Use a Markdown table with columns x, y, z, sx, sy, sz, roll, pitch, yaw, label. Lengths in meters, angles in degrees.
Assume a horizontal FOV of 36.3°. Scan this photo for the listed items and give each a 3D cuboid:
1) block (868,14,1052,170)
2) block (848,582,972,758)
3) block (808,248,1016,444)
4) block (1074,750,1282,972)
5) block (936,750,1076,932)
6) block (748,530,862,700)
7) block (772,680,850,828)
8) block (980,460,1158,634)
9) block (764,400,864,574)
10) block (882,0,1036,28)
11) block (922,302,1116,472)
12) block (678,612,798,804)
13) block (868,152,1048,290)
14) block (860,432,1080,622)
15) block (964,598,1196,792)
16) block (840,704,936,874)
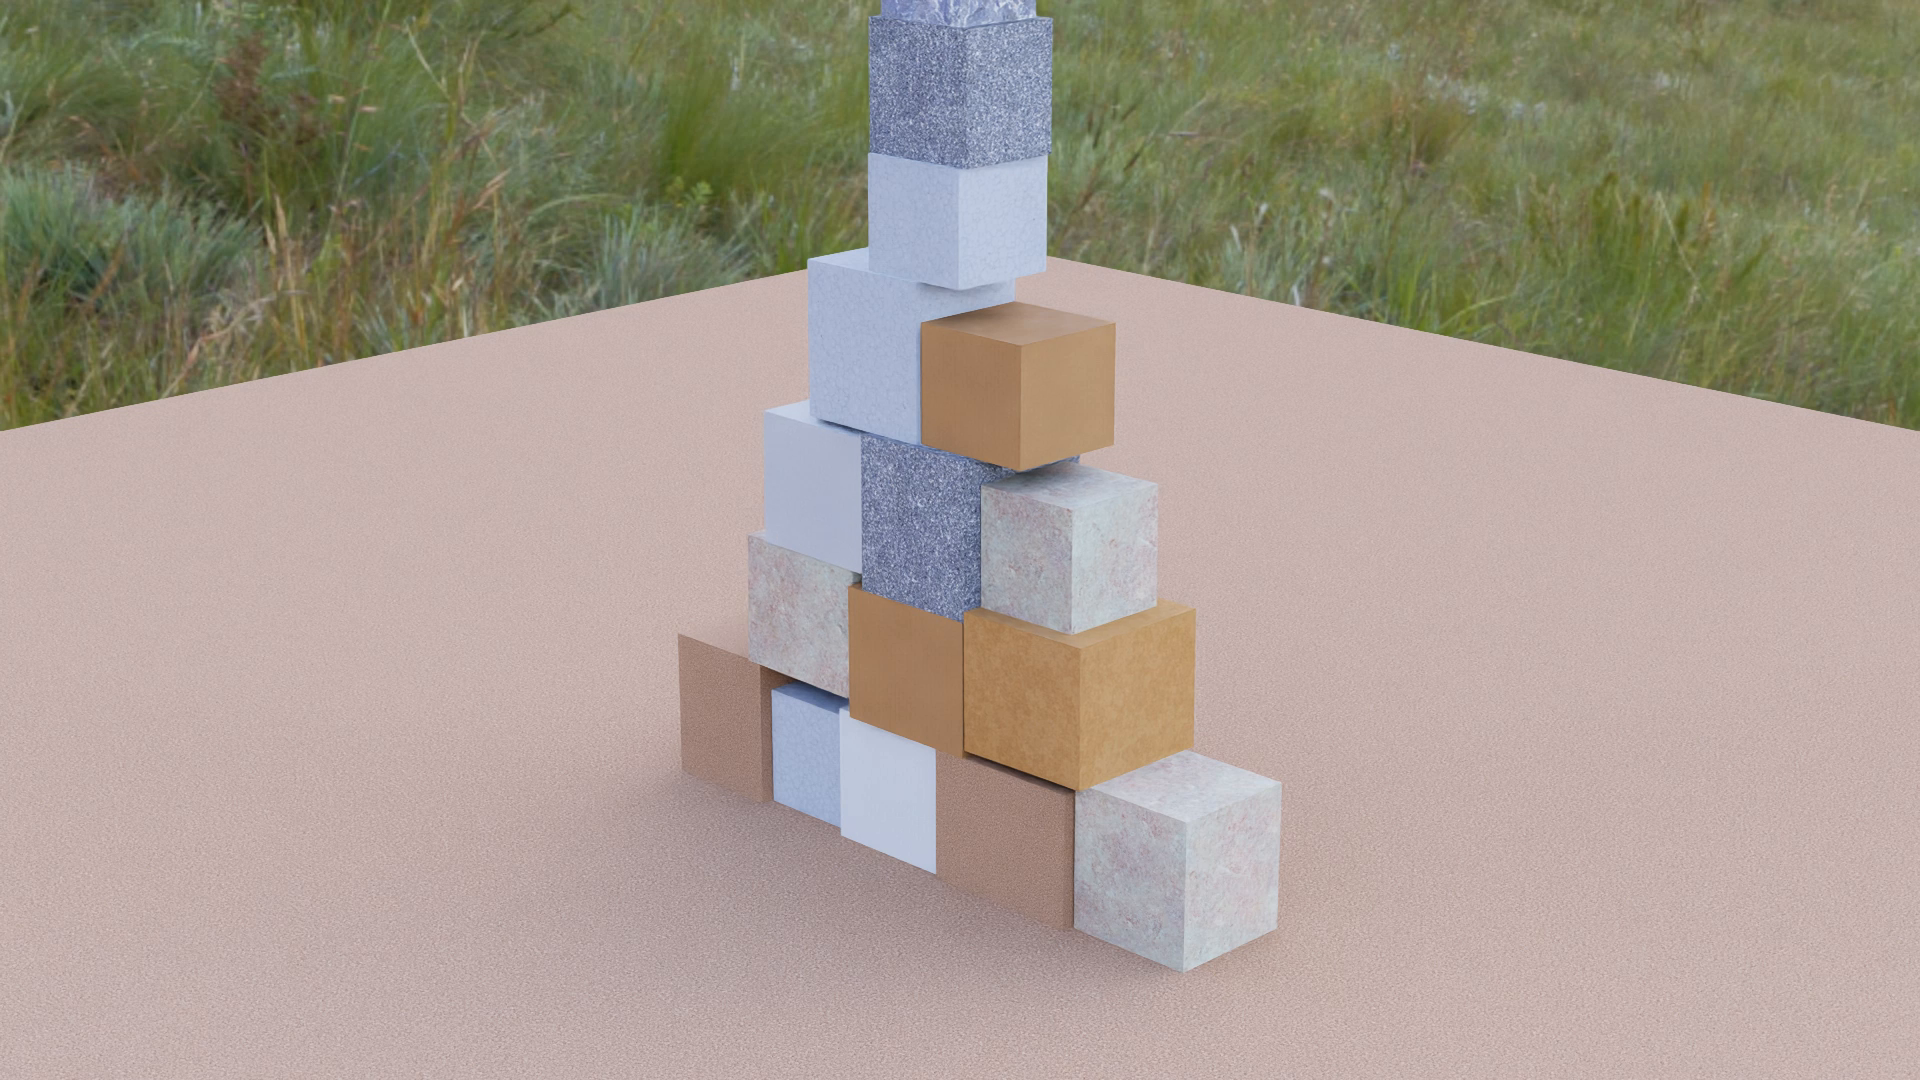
| x | y | z | sx | sy | sz | roll | pitch | yaw | label |
| --- | --- | --- | --- | --- | --- | --- | --- | --- | --- |
| 0.002 | -1.971 | 12.720 | 0.524 | 0.590 | 0.598 | -17 | 24 | -42 | block |
| -0.001 | 0.519 | 13.481 | 0.706 | 0.640 | 0.739 | -17 | 24 | -42 | block |
| -0.220 | -0.908 | 13.281 | 0.624 | 0.731 | 0.698 | -17 | 24 | -42 | block |
| 0.947 | 1.379 | 12.804 | 0.629 | 0.690 | 0.636 | -17 | 24 | -42 | block |
| 0.423 | 1.252 | 13.291 | 0.713 | 0.641 | 0.796 | -17 | 24 | -42 | block |
| -0.514 | 0.288 | 13.965 | 0.672 | 0.636 | 0.729 | -17 | 25 | -42 | block |
| -0.536 | 0.998 | 14.209 | 0.515 | 0.576 | 0.540 | -17 | 24 | -42 | block |
| 0.478 | 0.026 | 12.865 | 0.551 | 0.561 | 0.547 | -17 | 23 | -42 | block |
| -0.440 | -0.292 | 13.685 | 0.666 | 0.638 | 0.670 | -17 | 25 | -42 | block |
| -0.005 | -2.478 | 12.552 | 0.464 | 0.477 | 0.479 | -17 | 24 | -42 | block |
| 0.255 | -0.685 | 12.869 | 0.596 | 0.552 | 0.605 | -17 | 24 | -42 | block |
| -0.940 | 0.799 | 14.591 | 0.668 | 0.726 | 0.611 | -17 | 24 | -42 | block |
| -0.011 | -1.438 | 12.877 | 0.547 | 0.522 | 0.562 | -17 | 24 | -42 | block |
| 0.048 | -0.133 | 13.260 | 0.741 | 0.736 | 0.654 | -17 | 24 | -42 | block |
| 0.530 | 0.620 | 12.993 | 0.749 | 0.650 | 0.699 | -17 | 23 | -42 | block |
| -0.086 | 1.090 | 13.803 | 0.685 | 0.643 | 0.664 | -17 | 24 | -42 | block |
